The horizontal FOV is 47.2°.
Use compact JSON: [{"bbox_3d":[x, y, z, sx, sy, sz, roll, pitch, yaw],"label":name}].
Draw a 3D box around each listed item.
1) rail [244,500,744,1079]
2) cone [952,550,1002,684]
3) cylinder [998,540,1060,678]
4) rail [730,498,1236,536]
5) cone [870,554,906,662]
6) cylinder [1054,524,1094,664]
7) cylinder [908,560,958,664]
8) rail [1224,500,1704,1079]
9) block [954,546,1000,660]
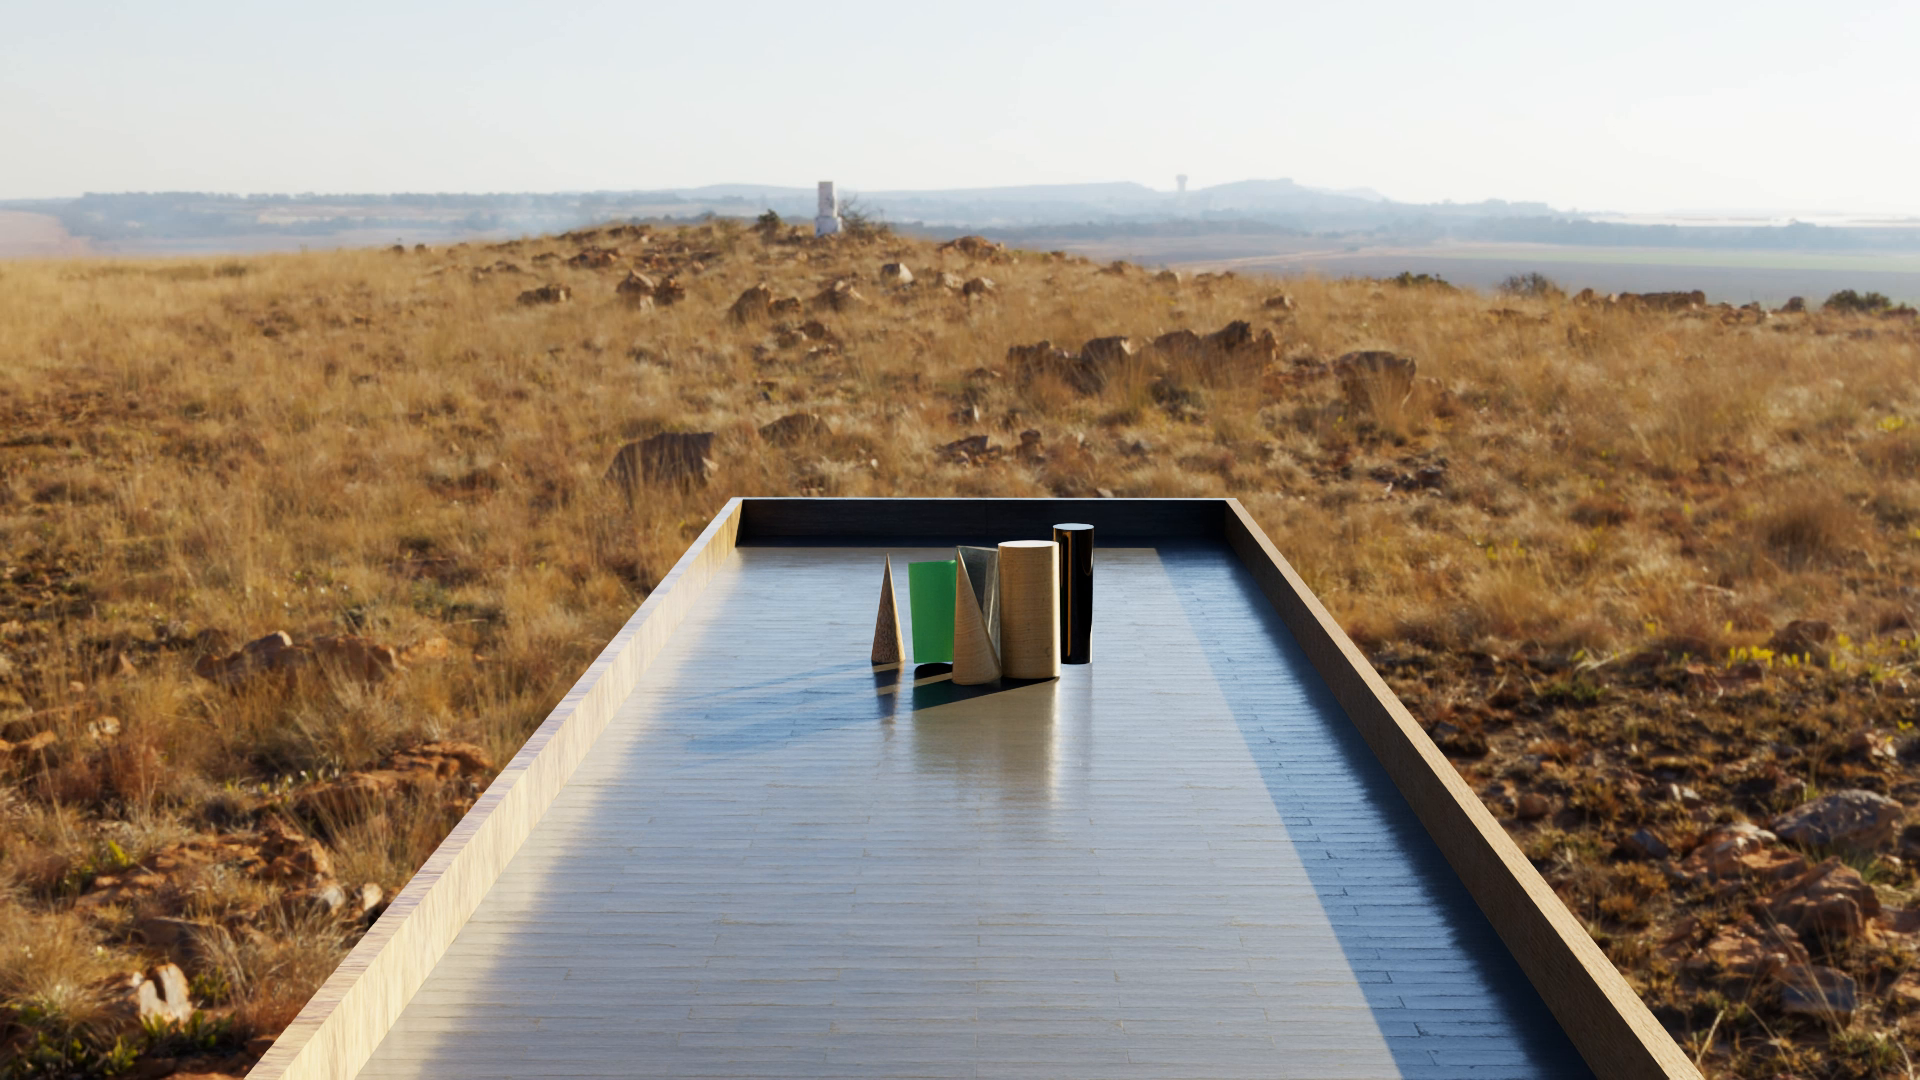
[{"bbox_3d":[-1.004,0.839,3.234,0.050,0.150,12.000,0,9,1],"label":"rail"},{"bbox_3d":[0.023,0.209,6.370,0.151,0.393,0.151,-8,14,2],"label":"cone"},{"bbox_3d":[0.205,0.203,6.464,0.177,0.386,0.177,-1,6,0],"label":"cylinder"},{"bbox_3d":[0.099,-0.098,9.147,2.100,0.150,0.050,0,9,1],"label":"rail"},{"bbox_3d":[-0.220,0.199,6.691,0.105,0.332,0.105,0,9,0],"label":"cone"},{"bbox_3d":[0.342,0.163,6.662,0.122,0.412,0.122,0,9,0],"label":"cylinder"},{"bbox_3d":[-0.072,0.217,6.601,0.151,0.300,0.151,-3,-3,0],"label":"cylinder"},{"bbox_3d":[1.046,0.843,3.208,0.050,0.150,12.000,0,9,1],"label":"rail"},{"bbox_3d":[0.064,0.192,6.689,0.134,0.331,0.134,8,3,42],"label":"block"}]
